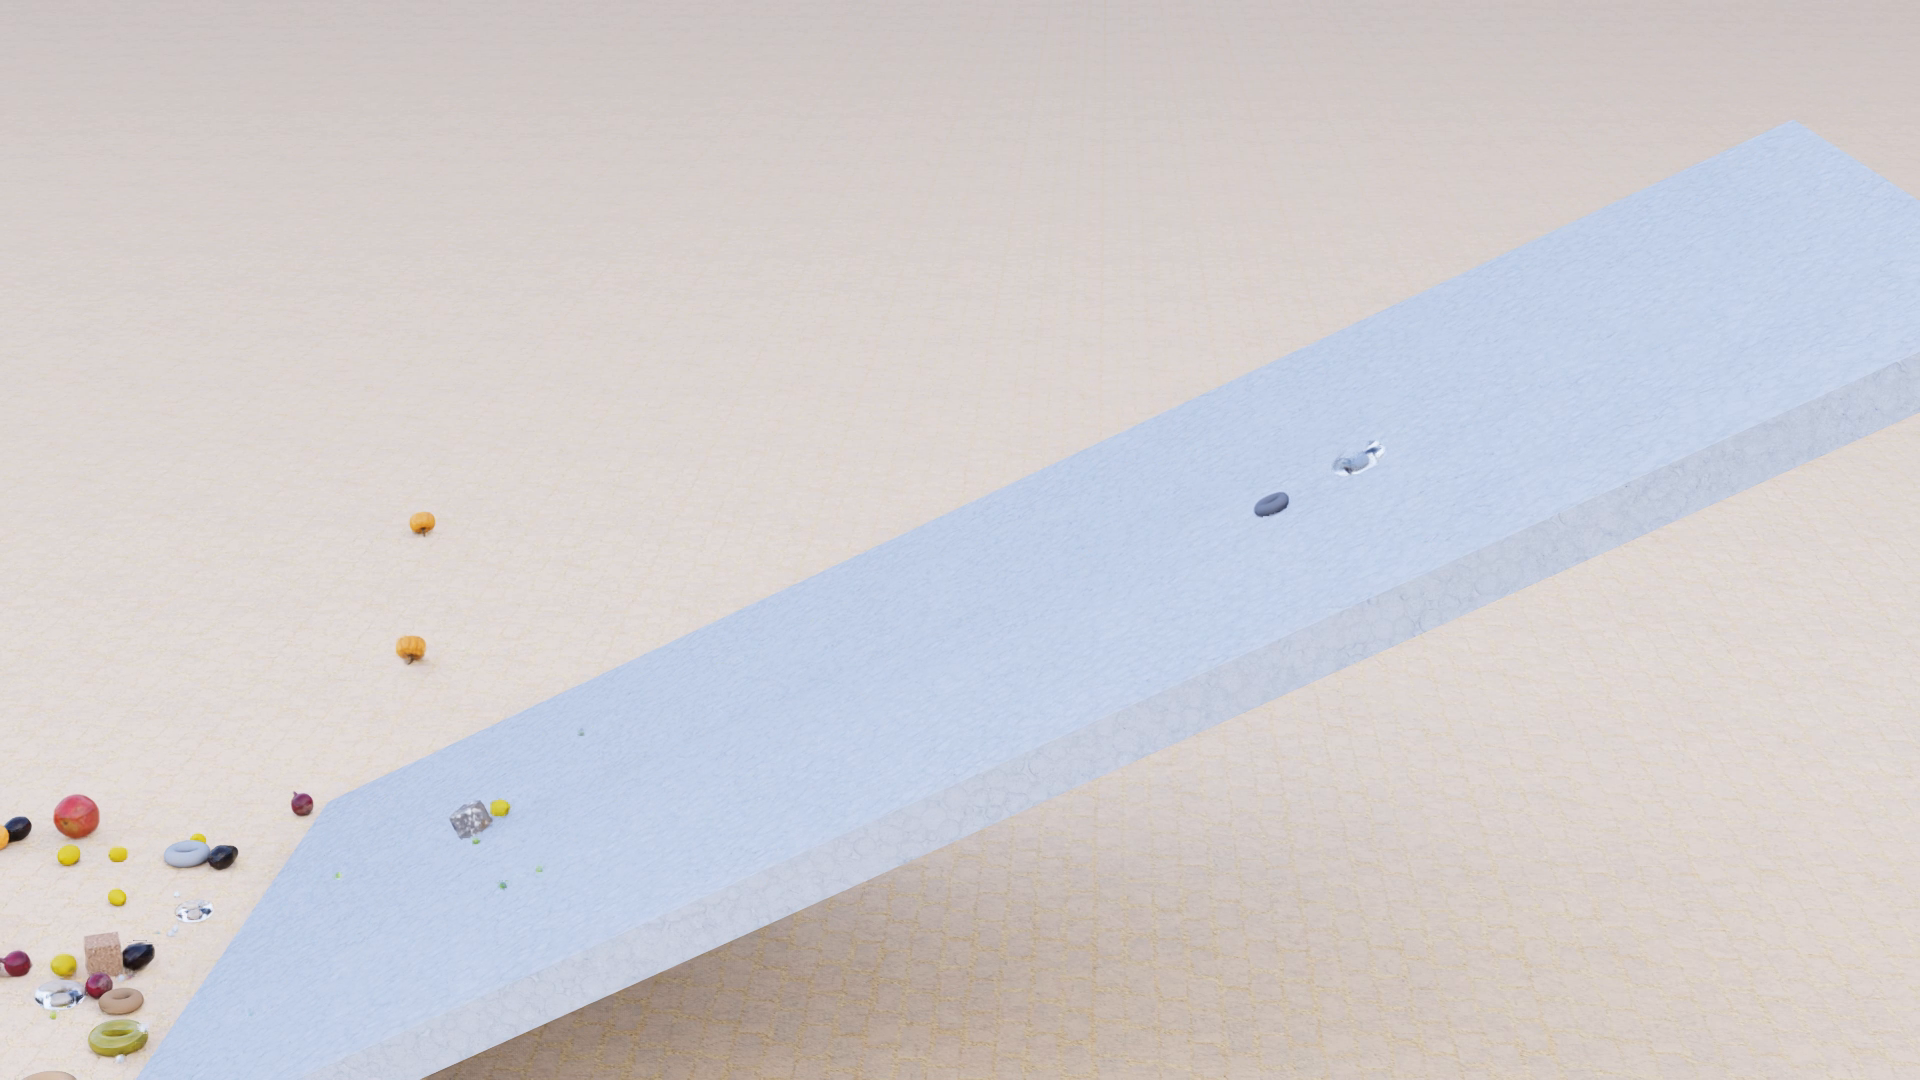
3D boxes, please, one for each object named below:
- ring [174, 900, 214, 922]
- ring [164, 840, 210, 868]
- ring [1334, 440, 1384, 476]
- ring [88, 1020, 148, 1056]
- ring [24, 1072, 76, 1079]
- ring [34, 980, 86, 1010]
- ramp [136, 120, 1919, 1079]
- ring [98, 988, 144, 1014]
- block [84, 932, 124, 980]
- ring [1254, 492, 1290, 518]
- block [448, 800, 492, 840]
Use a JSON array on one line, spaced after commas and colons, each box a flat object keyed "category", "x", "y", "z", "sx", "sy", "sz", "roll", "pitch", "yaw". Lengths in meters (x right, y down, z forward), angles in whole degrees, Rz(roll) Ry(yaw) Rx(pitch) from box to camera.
[{"category": "ring", "x": -1.843, "y": 0.893, "z": 7.077, "sx": 0.093, "sy": 0.031, "sz": 0.093, "roll": -1, "pitch": 16, "yaw": 0}, {"category": "ring", "x": -1.947, "y": 0.791, "z": 7.411, "sx": 0.115, "sy": 0.038, "sz": 0.115, "roll": -1, "pitch": 17, "yaw": 0}, {"category": "ring", "x": 0.806, "y": -0.164, "z": 5.945, "sx": 0.111, "sy": 0.037, "sz": 0.111, "roll": -27, "pitch": 12, "yaw": 6}, {"category": "ring", "x": -1.834, "y": 1.084, "z": 6.407, "sx": 0.128, "sy": 0.043, "sz": 0.128, "roll": 1, "pitch": 17, "yaw": 0}, {"category": "ring", "x": -1.915, "y": 1.154, "z": 6.163, "sx": 0.134, "sy": 0.045, "sz": 0.134, "roll": -1, "pitch": 16, "yaw": 0}, {"category": "ring", "x": -2.026, "y": 1.023, "z": 6.621, "sx": 0.112, "sy": 0.037, "sz": 0.112, "roll": 1, "pitch": 16, "yaw": 0}, {"category": "ramp", "x": 0.138, "y": 0.168, "z": 6.281, "sx": 4.000, "sy": 0.100, "sz": 2.000, "roll": -25, "pitch": 14, "yaw": 10}, {"category": "ring", "x": -1.881, "y": 1.034, "z": 6.595, "sx": 0.098, "sy": 0.033, "sz": 0.098, "roll": 0, "pitch": 15, "yaw": 0}, {"category": "block", "x": -1.973, "y": 0.957, "z": 6.777, "sx": 0.076, "sy": 0.076, "sz": 0.076, "roll": -6, "pitch": 17, "yaw": -19}, {"category": "ring", "x": 0.631, "y": -0.072, "z": 5.959, "sx": 0.077, "sy": 0.026, "sz": 0.077, "roll": -25, "pitch": 15, "yaw": 7}, {"category": "block", "x": -1.097, "y": 0.628, "z": 6.594, "sx": 0.058, "sy": 0.058, "sz": 0.058, "roll": -18, "pitch": 16, "yaw": 33}]
